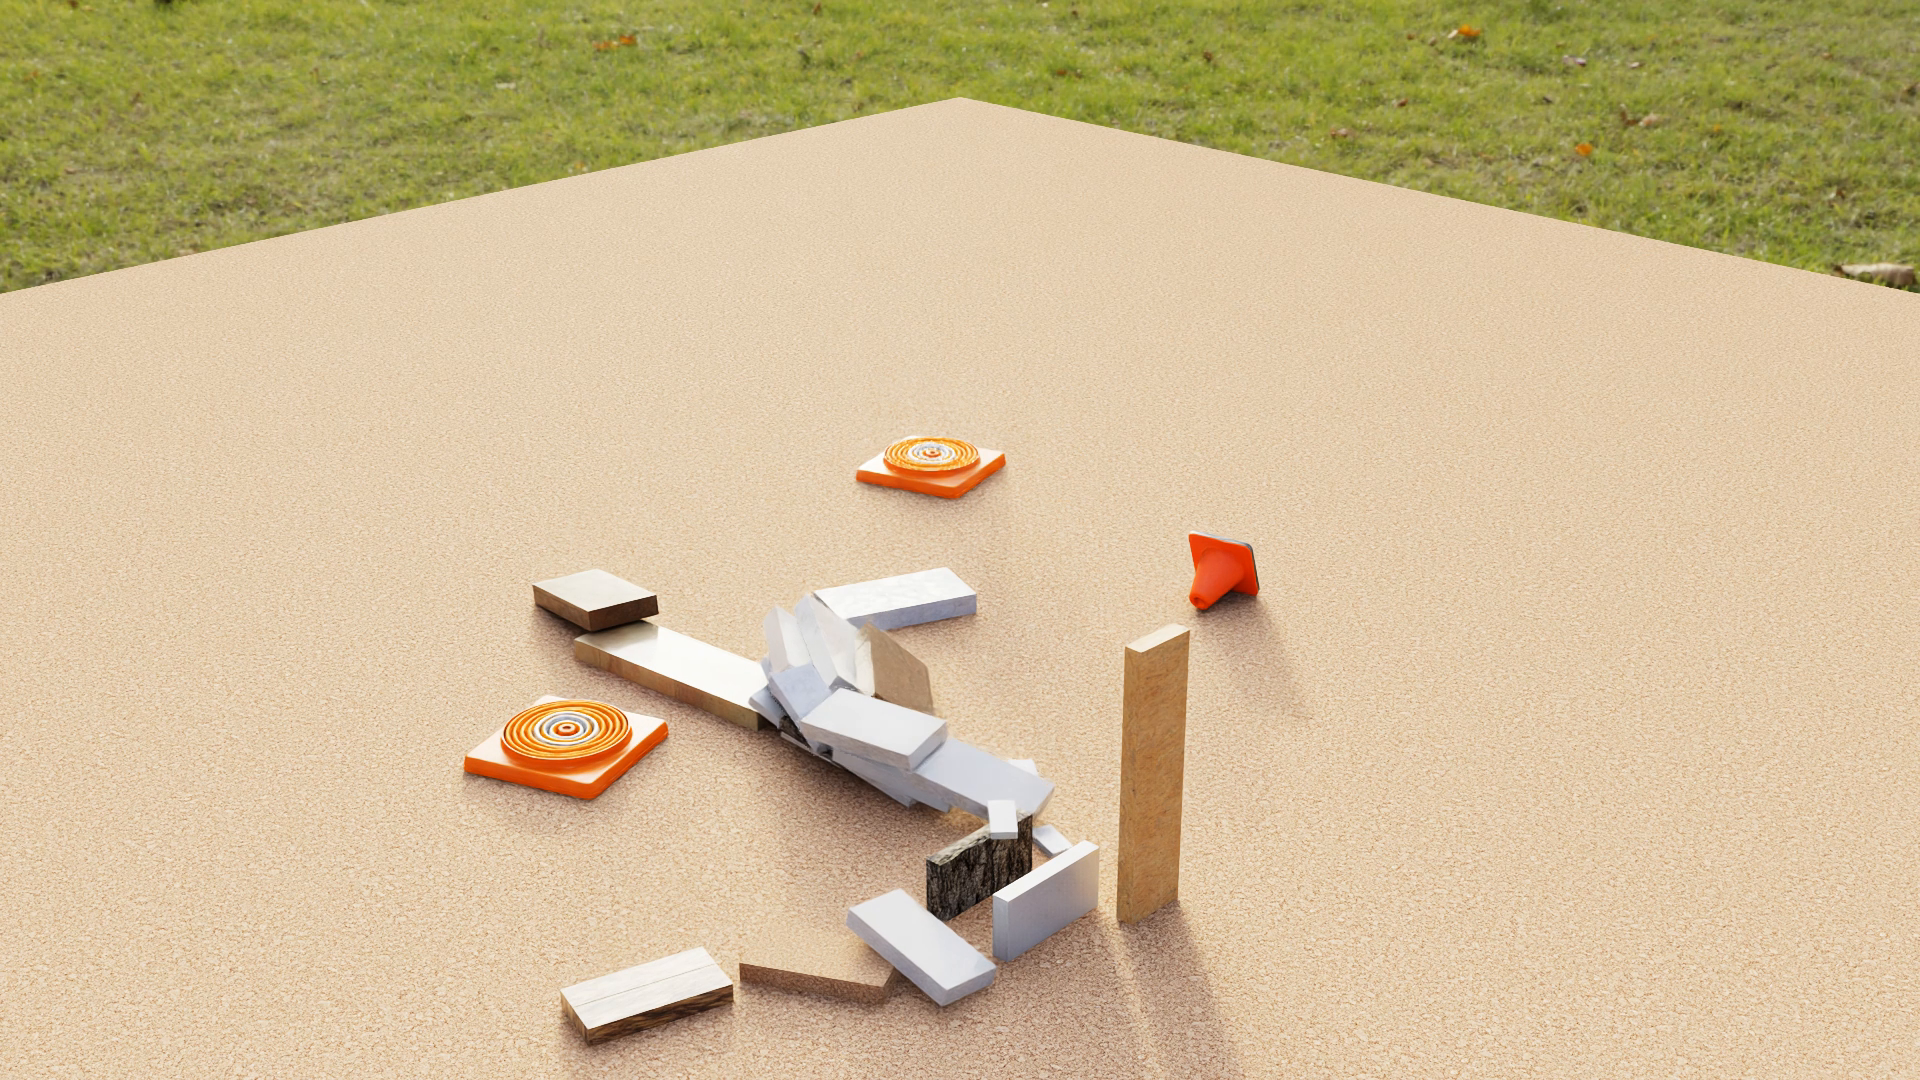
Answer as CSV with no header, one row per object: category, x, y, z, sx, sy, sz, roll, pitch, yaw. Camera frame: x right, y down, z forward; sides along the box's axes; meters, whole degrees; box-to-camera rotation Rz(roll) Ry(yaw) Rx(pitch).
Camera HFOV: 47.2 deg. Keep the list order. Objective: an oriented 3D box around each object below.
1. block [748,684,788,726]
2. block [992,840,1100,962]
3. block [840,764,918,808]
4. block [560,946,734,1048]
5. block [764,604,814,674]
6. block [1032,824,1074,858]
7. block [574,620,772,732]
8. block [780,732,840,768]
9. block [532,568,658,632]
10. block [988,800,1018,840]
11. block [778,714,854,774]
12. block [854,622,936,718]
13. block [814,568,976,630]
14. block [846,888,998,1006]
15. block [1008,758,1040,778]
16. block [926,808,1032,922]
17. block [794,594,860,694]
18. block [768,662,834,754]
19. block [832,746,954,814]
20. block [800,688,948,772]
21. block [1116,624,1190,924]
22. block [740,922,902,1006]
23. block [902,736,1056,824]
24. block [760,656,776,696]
block,-0.375,0.376,4.765,0.158,0.022,0.079,36,35,16
block,0.159,0.662,4.037,0.036,0.128,0.256,20,30,39
block,-0.152,0.471,4.549,0.204,0.029,0.102,29,36,26
block,-0.546,0.795,3.838,0.268,0.038,0.134,-13,26,-27
block,-0.343,0.272,4.904,0.174,0.049,0.348,36,10,-19
block,0.180,0.595,4.339,0.050,0.014,0.101,-11,25,-24
block,-0.612,0.297,4.998,0.582,0.049,0.174,17,29,35
block,-0.293,0.426,4.680,0.158,0.022,0.079,25,32,21
block,-0.879,0.142,5.288,0.174,0.049,0.348,-14,17,-30
block,0.081,0.529,4.166,0.050,0.014,0.119,-1,23,-2
block,-0.272,0.415,4.653,0.204,0.029,0.102,28,36,25
block,-0.142,0.321,4.804,0.177,0.050,0.355,38,15,-18
block,-0.158,0.150,5.342,0.355,0.050,0.177,-10,25,-22
block,-0.071,0.724,3.926,0.128,0.036,0.257,-14,38,-44
block,0.135,0.489,4.590,0.050,0.014,0.101,-3,23,-8
block,0.038,0.614,4.150,0.036,0.128,0.256,20,30,39
block,-0.257,0.272,4.922,0.177,0.050,0.433,36,10,-24
block,-0.310,0.354,4.641,0.102,0.029,0.204,-16,54,-33
block,-0.110,0.455,4.516,0.273,0.039,0.136,23,38,19
block,-0.175,0.386,4.504,0.273,0.039,0.136,14,36,32
block,0.352,0.432,4.024,0.038,0.561,0.134,21,31,41
block,-0.244,0.756,3.930,0.268,0.038,0.134,6,24,15
block,0.038,0.490,4.431,0.273,0.039,0.136,23,39,18
block,-0.385,0.311,4.824,0.079,0.022,0.158,26,14,-26
